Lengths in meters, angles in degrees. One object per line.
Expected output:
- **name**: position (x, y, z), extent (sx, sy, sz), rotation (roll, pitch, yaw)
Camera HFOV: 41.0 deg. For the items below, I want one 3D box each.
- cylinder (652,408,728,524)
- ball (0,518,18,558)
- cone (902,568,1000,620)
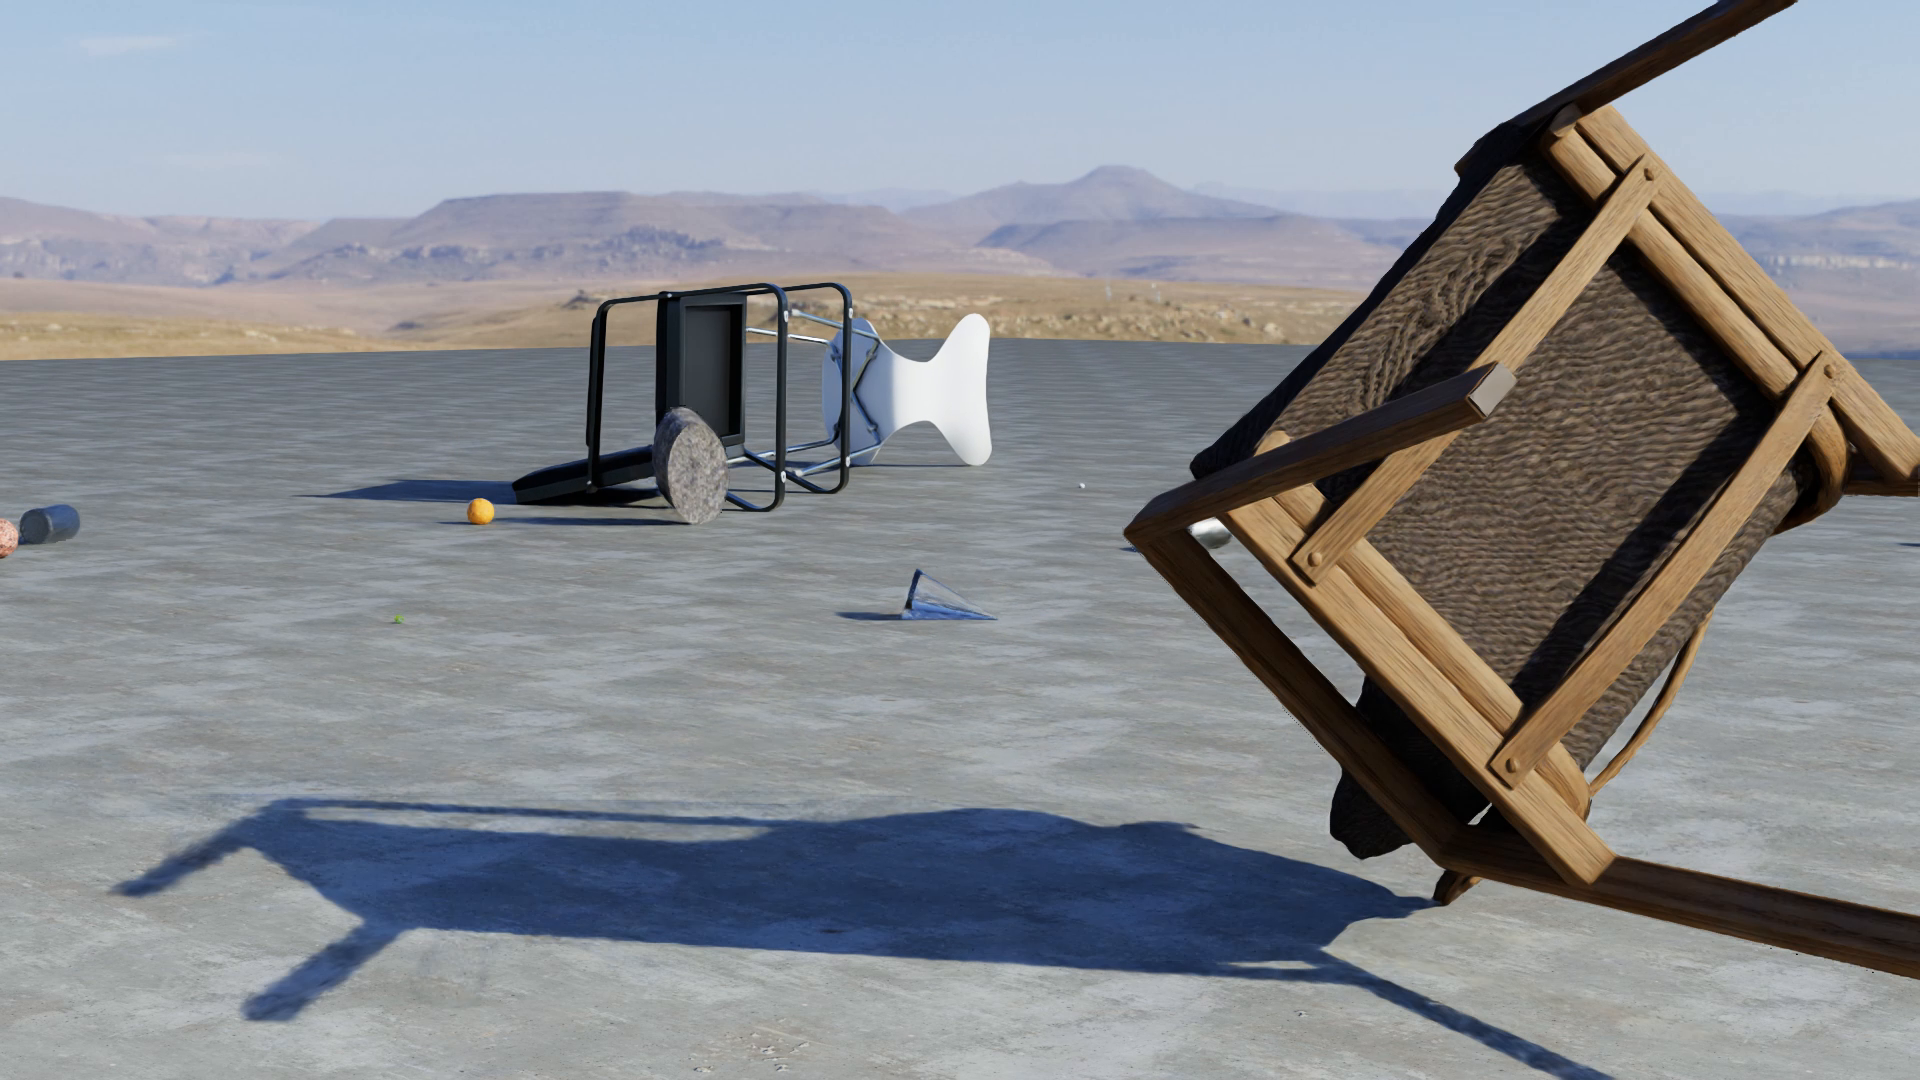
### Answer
- **cylinder**: position (-0.713, -0.194, 6.772), extent (0.168, 0.300, 0.109), rotation (-18, 34, -23)
- **ball**: position (-2.250, -0.004, 5.995), extent (0.094, 0.094, 0.094), rotation (0, 6, 0)
- **cone**: position (-0.010, 0.128, 4.929), extent (0.182, 0.094, 0.111), rotation (16, 48, 0)
